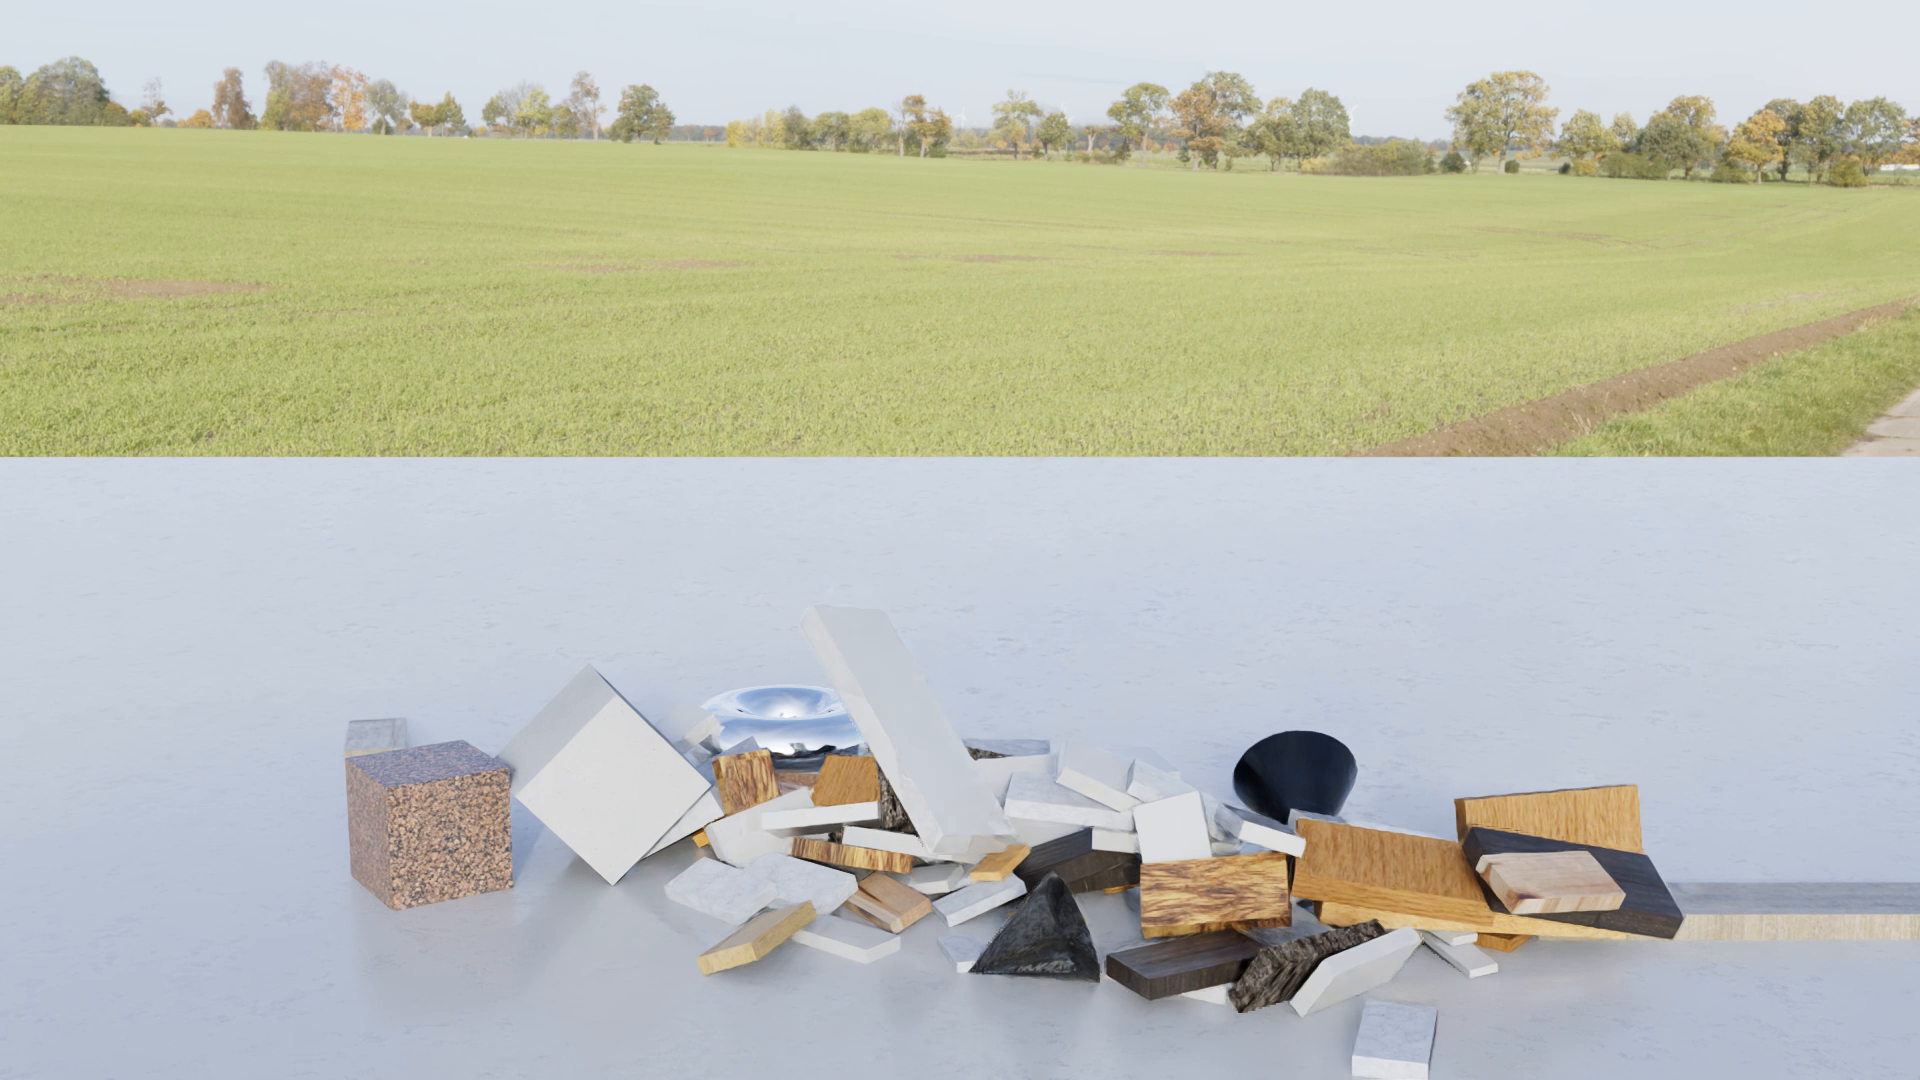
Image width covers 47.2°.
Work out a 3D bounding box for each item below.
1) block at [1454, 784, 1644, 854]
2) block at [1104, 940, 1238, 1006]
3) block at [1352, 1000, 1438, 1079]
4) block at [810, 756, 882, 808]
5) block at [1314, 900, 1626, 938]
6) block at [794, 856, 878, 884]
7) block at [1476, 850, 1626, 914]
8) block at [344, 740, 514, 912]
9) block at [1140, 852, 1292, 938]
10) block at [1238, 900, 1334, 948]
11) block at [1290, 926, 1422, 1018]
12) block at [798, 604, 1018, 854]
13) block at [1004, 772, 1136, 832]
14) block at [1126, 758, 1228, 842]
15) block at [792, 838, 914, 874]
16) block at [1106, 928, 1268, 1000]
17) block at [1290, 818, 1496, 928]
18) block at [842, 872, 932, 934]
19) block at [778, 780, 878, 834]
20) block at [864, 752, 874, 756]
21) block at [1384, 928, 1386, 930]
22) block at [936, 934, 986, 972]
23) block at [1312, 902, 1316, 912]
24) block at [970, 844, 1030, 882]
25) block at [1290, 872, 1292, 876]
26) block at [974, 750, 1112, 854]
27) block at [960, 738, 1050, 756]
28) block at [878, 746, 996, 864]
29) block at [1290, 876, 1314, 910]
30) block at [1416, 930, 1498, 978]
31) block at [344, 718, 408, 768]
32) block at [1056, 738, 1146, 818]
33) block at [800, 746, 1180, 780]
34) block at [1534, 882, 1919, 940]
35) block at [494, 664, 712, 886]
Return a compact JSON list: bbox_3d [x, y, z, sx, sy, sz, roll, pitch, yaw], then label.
[{"bbox_3d":[0.959,0.484,3.575,0.299,0.149,0.042,-4,-2,-10],"label":"block"},{"bbox_3d":[0.327,0.646,3.291,0.200,0.028,0.100,6,12,31],"label":"block"},{"bbox_3d":[0.603,0.692,3.041,0.100,0.028,0.200,3,11,15],"label":"block"},{"bbox_3d":[-0.163,0.428,3.825,0.202,0.101,0.029,-3,-35,36],"label":"block"},{"bbox_3d":[0.789,0.549,3.441,0.477,0.043,0.152,3,27,-3],"label":"block"},{"bbox_3d":[-0.226,0.568,3.725,0.158,0.022,0.079,5,11,22],"label":"block"},{"bbox_3d":[0.884,0.512,3.291,0.203,0.029,0.101,2,32,-26],"label":"block"},{"bbox_3d":[-0.896,0.477,3.708,0.209,0.209,0.209,-7,13,-33],"label":"block"},{"bbox_3d":[0.392,0.545,3.377,0.226,0.032,0.113,-7,50,13],"label":"block"},{"bbox_3d":[0.495,0.601,3.447,0.087,0.025,0.294,-24,20,-17],"label":"block"},{"bbox_3d":[0.577,0.627,3.200,0.203,0.101,0.029,-9,50,-42],"label":"block"},{"bbox_3d":[-0.092,0.311,3.688,0.162,0.046,0.515,6,40,-43],"label":"block"},{"bbox_3d":[0.190,0.431,3.632,0.220,0.031,0.110,6,19,7],"label":"block"},{"bbox_3d":[0.354,0.421,3.570,0.174,0.025,0.087,27,20,-3],"label":"block"},{"bbox_3d":[-0.183,0.531,3.706,0.110,0.031,0.221,12,-9,-31],"label":"block"},{"bbox_3d":[0.342,0.624,3.242,0.226,0.032,0.113,-6,12,-28],"label":"block"},{"bbox_3d":[0.669,0.512,3.399,0.304,0.043,0.152,8,28,6],"label":"block"},{"bbox_3d":[-0.120,0.586,3.556,0.079,0.022,0.157,-30,24,-26],"label":"block"},{"bbox_3d":[-0.224,0.488,3.956,0.265,0.031,0.110,11,17,-3],"label":"block"},{"bbox_3d":[-0.074,0.430,3.894,0.202,0.029,0.101,29,26,23],"label":"block"},{"bbox_3d":[0.645,0.571,3.451,0.048,0.014,0.096,-29,40,-23],"label":"block"},{"bbox_3d":[0.007,0.635,3.383,0.056,0.016,0.112,-3,11,-16],"label":"block"},{"bbox_3d":[0.641,0.583,3.519,0.138,0.020,0.069,-17,21,-2],"label":"block"},{"bbox_3d":[0.066,0.531,3.623,0.056,0.016,0.112,-6,14,29],"label":"block"},{"bbox_3d":[0.557,0.576,3.695,0.122,0.017,0.061,-2,11,-13],"label":"block"},{"bbox_3d":[0.153,0.458,3.827,0.324,0.162,0.046,1,-24,-41],"label":"block"},{"bbox_3d":[0.055,0.416,4.241,0.236,0.033,0.118,0,11,2],"label":"block"},{"bbox_3d":[0.007,0.477,3.947,0.177,0.050,0.354,31,26,27],"label":"block"},{"bbox_3d":[0.512,0.569,3.601,0.069,0.020,0.138,-22,30,-17],"label":"block"},{"bbox_3d":[0.722,0.597,3.483,0.048,0.014,0.392,-10,18,-17],"label":"block"},{"bbox_3d":[-1.199,0.415,4.522,0.118,0.033,0.236,-2,11,-12],"label":"block"},{"bbox_3d":[0.265,0.403,3.583,0.220,0.031,0.110,25,20,-5],"label":"block"},{"bbox_3d":[-0.005,0.470,4.179,0.833,0.050,0.177,-3,11,-15],"label":"block"},{"bbox_3d":[1.382,0.595,3.528,0.945,0.042,0.149,0,11,0],"label":"block"},{"bbox_3d":[-0.619,0.399,3.787,0.235,0.235,0.235,-46,22,-8],"label":"block"}]
